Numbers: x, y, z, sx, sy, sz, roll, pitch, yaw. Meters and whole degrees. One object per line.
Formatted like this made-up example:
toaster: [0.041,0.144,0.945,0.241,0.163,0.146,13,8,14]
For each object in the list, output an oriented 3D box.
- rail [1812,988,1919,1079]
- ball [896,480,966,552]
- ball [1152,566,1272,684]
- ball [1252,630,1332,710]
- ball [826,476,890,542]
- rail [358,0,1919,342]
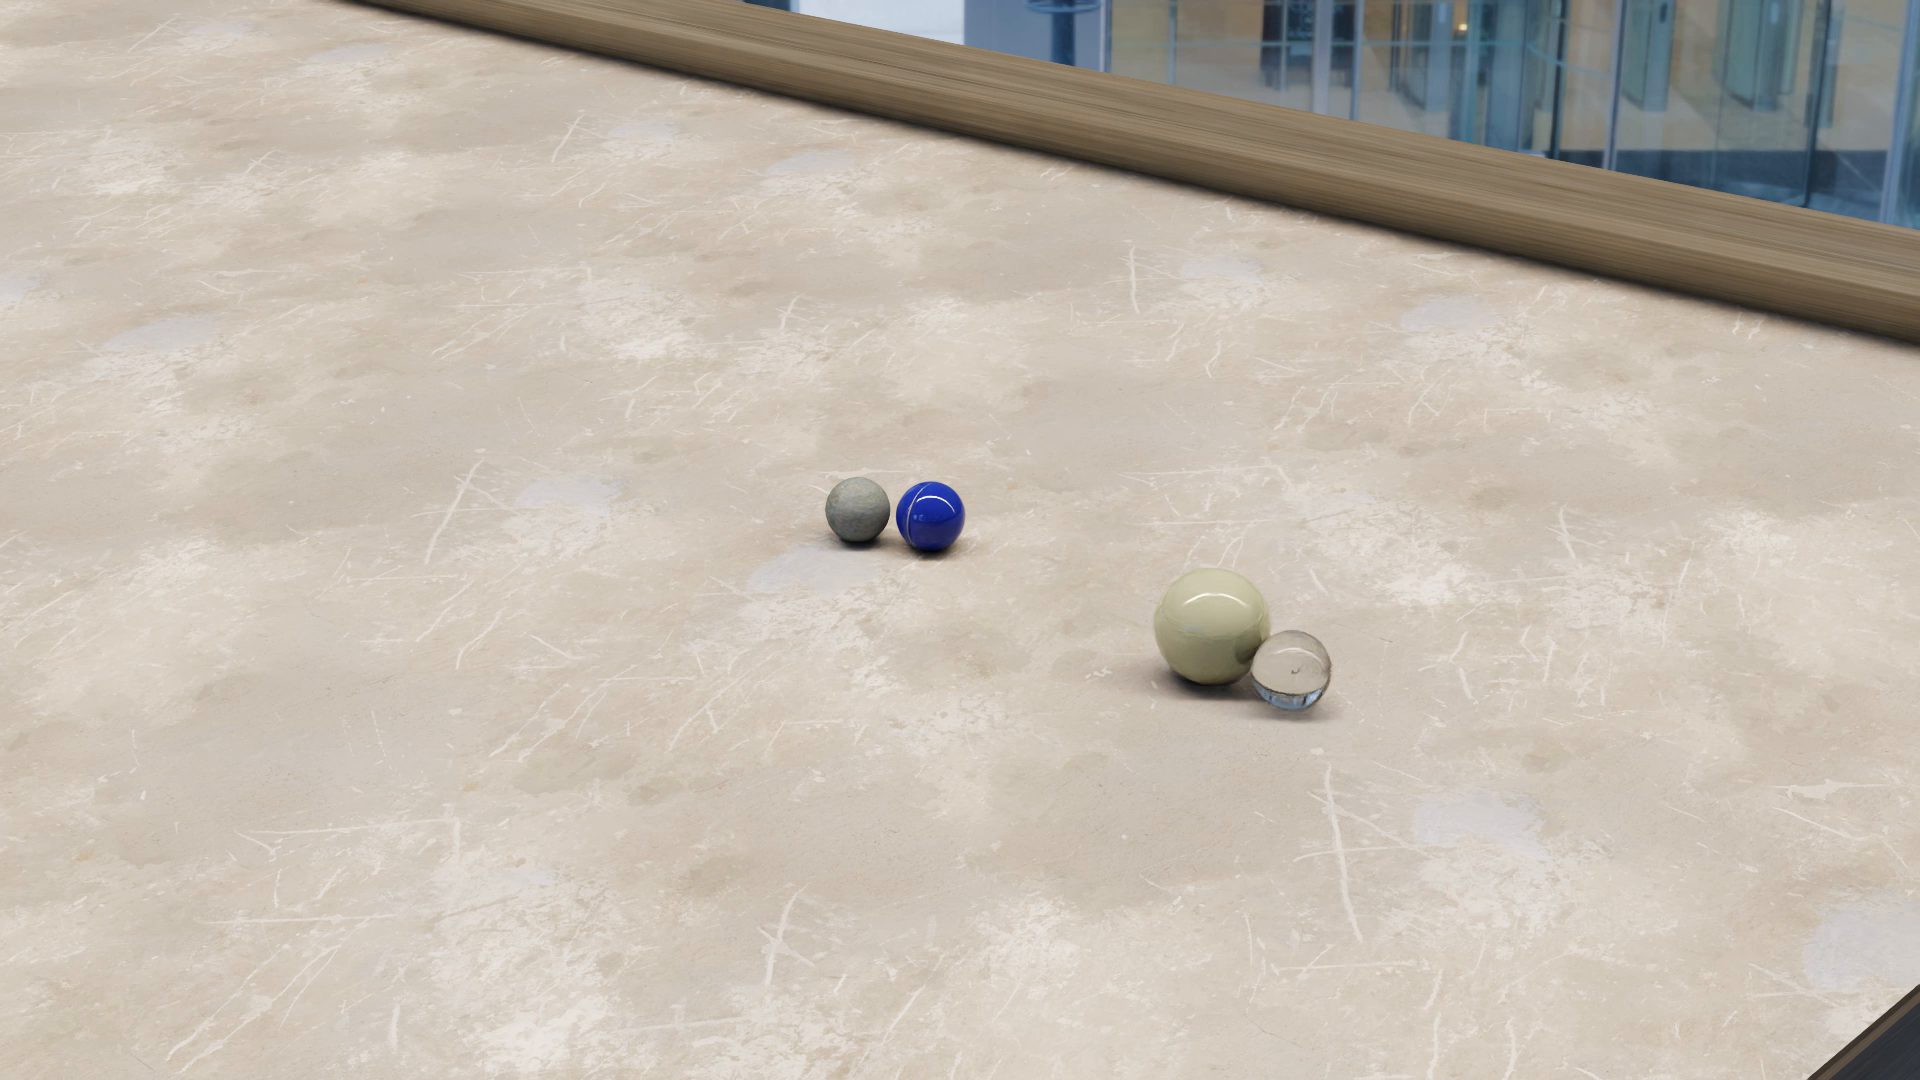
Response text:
rail: [0.741,0.223,1.924,0.045,0.122,2.377,19,28,39]
ball: [-0.026,-0.021,2.620,0.063,0.063,0.063,0,22,0]
ball: [0.201,0.069,2.352,0.094,0.094,0.094,0,22,0]
ball: [0.261,0.102,2.310,0.063,0.063,0.063,0,22,0]
ball: [-0.092,-0.027,2.641,0.059,0.059,0.059,0,22,0]
rail: [0.024,-0.600,3.987,4.092,0.122,0.045,19,28,39]
